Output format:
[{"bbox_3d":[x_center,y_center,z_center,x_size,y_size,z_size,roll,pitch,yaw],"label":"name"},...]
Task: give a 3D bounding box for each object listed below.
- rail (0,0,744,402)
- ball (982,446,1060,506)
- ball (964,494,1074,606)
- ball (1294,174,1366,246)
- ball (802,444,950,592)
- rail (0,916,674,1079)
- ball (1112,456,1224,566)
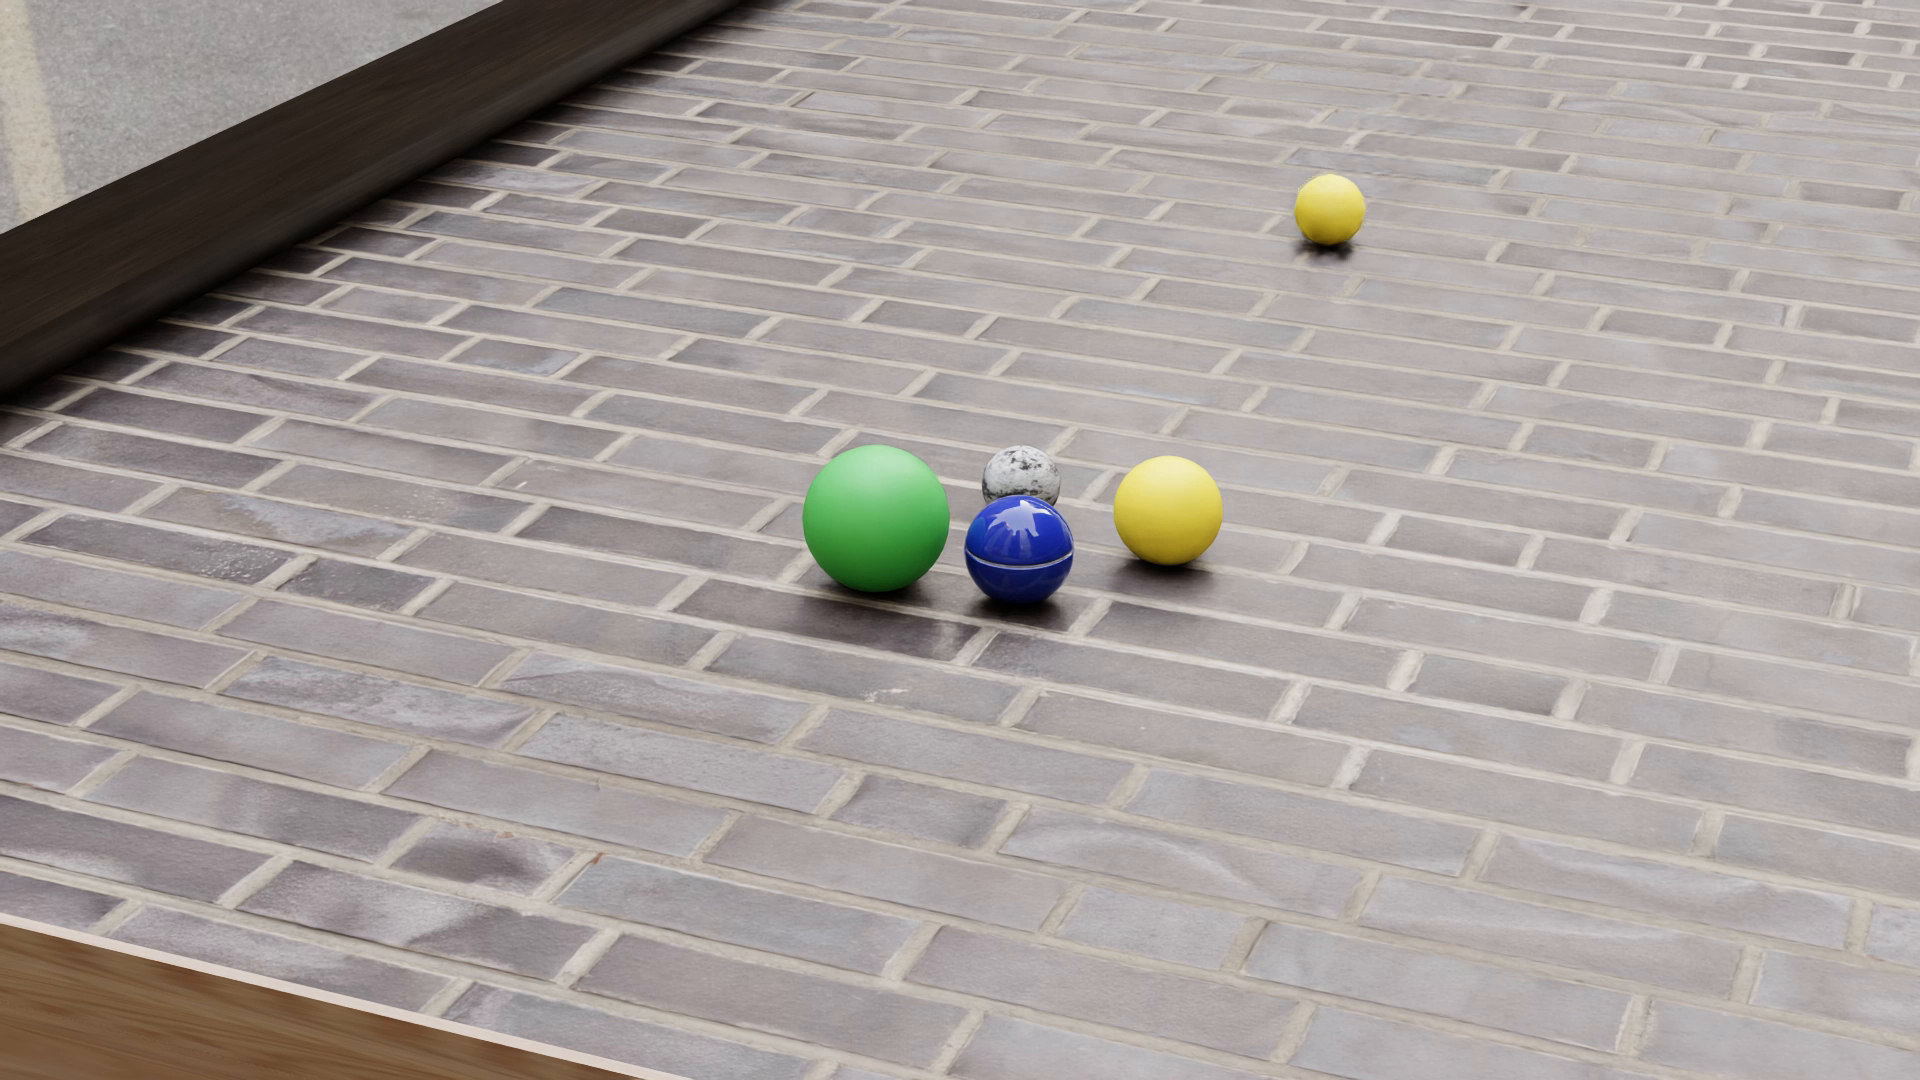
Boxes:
[{"bbox_3d":[-0.447,-0.419,2.743,0.045,0.124,2.853,9,26,20],"label":"rail"},{"bbox_3d":[0.041,-0.037,1.999,0.054,0.054,0.054,0,25,0],"label":"ball"},{"bbox_3d":[0.038,0.006,1.883,0.071,0.071,0.071,0,25,0],"label":"ball"},{"bbox_3d":[0.318,-0.283,2.525,0.061,0.061,0.061,0,25,0],"label":"ball"},{"bbox_3d":[-0.054,-0.014,1.897,0.095,0.095,0.095,0,25,0],"label":"ball"},{"bbox_3d":[-0.255,0.244,1.301,1.578,0.124,0.045,9,26,20],"label":"rail"},{"bbox_3d":[0.137,-0.019,1.937,0.072,0.072,0.072,0,25,0],"label":"ball"}]
